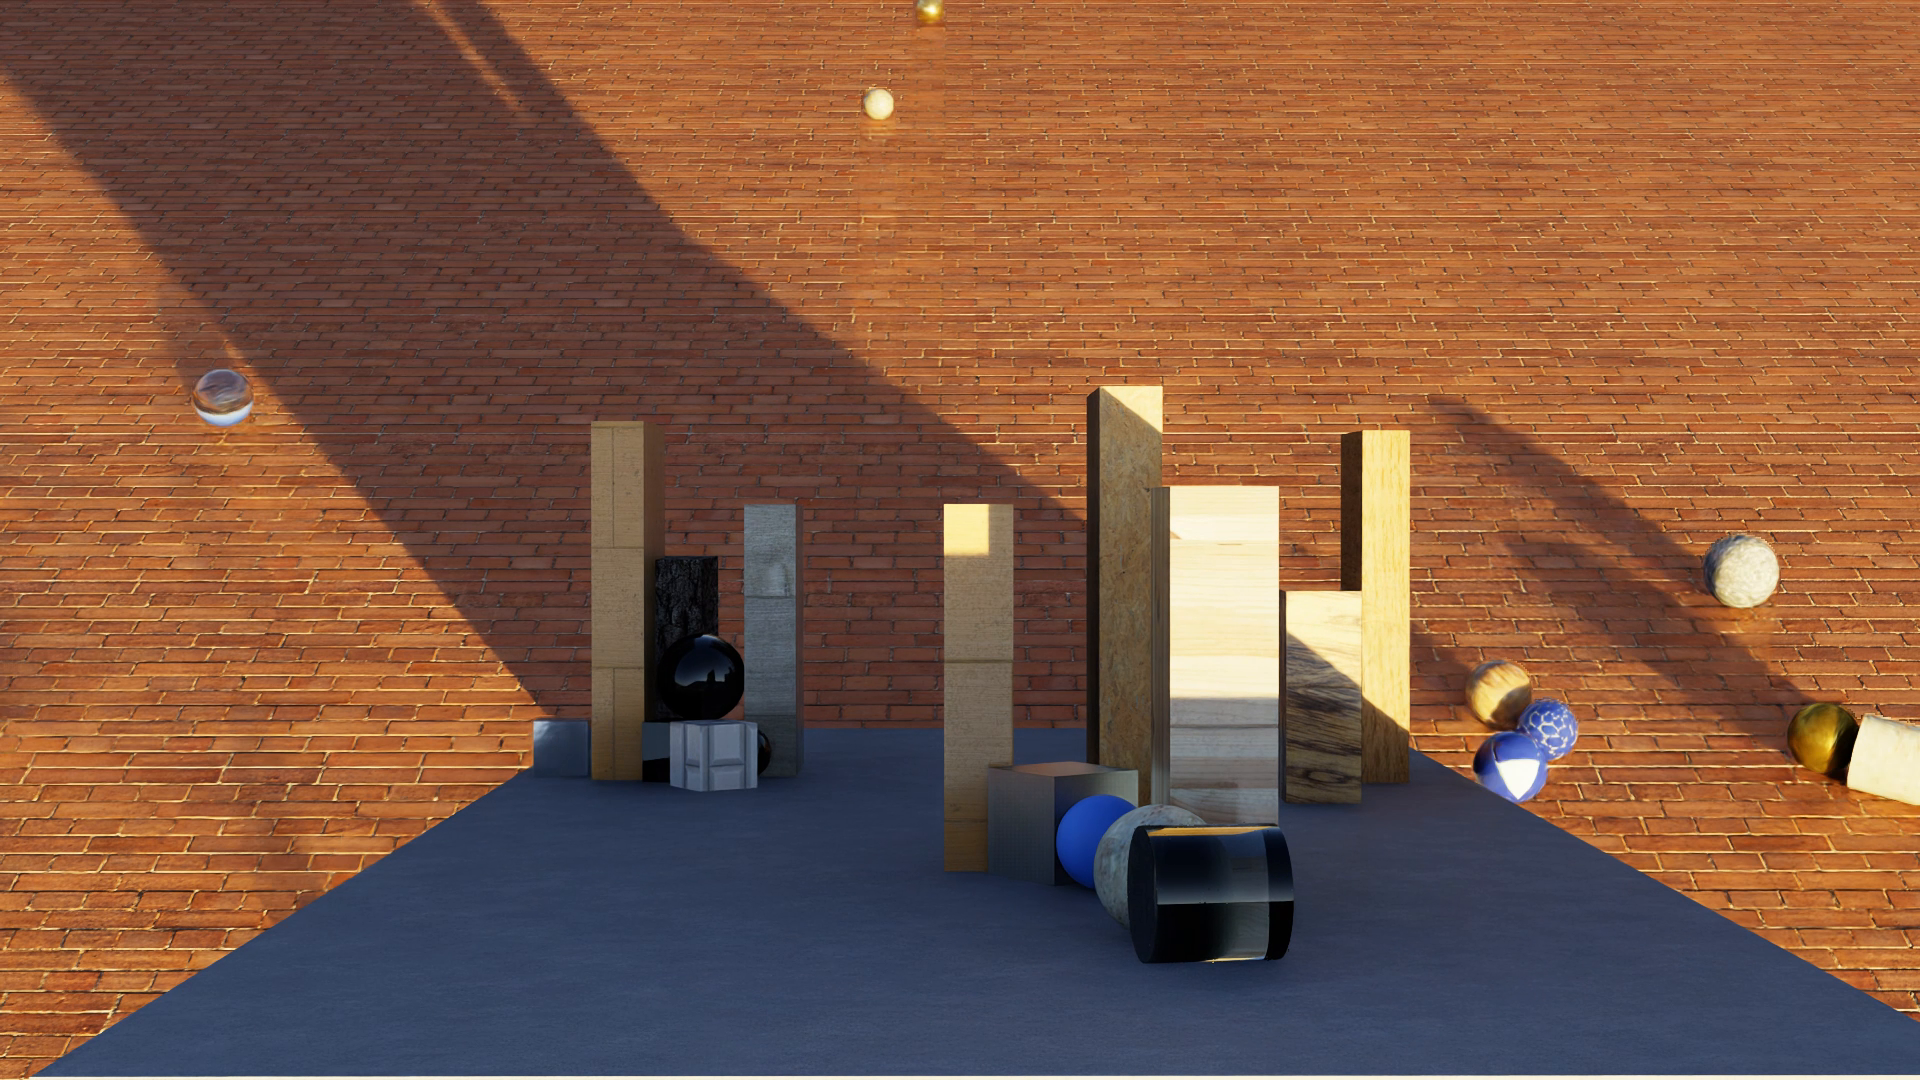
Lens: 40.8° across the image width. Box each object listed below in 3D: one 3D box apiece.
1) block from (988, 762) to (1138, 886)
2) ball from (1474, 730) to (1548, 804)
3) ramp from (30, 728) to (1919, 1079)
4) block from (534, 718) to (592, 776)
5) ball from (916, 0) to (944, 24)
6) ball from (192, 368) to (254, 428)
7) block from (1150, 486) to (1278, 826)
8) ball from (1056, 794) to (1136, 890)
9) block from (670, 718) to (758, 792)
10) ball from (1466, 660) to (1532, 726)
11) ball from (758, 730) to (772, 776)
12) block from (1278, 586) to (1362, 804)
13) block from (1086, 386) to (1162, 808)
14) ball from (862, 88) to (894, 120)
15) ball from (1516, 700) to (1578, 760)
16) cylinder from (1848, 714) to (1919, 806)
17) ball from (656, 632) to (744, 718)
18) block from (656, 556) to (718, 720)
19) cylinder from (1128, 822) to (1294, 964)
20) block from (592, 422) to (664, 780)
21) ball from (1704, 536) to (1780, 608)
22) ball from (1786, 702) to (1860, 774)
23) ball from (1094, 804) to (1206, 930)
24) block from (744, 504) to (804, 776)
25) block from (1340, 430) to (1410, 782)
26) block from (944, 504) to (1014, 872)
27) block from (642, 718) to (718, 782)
[{"bbox_3d":[0.159,0.436,3.995,0.165,0.165,0.165,-1,1,-37],"label":"block"},{"bbox_3d":[1.154,0.476,5.410,0.154,0.154,0.154,0,28,0],"label":"ball"},{"bbox_3d":[0.062,0.560,4.598,2.000,0.100,4.000,0,1,0],"label":"ramp"},{"bbox_3d":[-0.847,0.440,5.518,0.114,0.114,0.114,0,1,-3],"label":"block"},{"bbox_3d":[-0.147,-2.563,12.469,0.141,0.141,0.141,0,28,0],"label":"ball"},{"bbox_3d":[-2.392,-0.461,8.388,0.190,0.190,0.190,0,28,0],"label":"ball"},{"bbox_3d":[0.358,0.224,3.678,0.147,0.598,0.348,0,1,0],"label":"block"},{"bbox_3d":[0.214,0.450,3.844,0.142,0.142,0.142,0,28,0],"label":"ball"},{"bbox_3d":[-0.501,0.436,5.248,0.131,0.131,0.131,-1,1,-33],"label":"block"},{"bbox_3d":[1.410,0.399,6.763,0.172,0.172,0.172,0,28,0],"label":"ball"},{"bbox_3d":[-0.450,0.443,5.384,0.113,0.113,0.113,0,28,0],"label":"ball"},{"bbox_3d":[0.697,0.299,5.134,0.144,0.406,0.373,0,1,0],"label":"block"},{"bbox_3d":[0.267,0.136,4.251,0.098,0.758,0.406,0,1,0],"label":"block"},{"bbox_3d":[-0.353,-1.887,11.179,0.135,0.135,0.135,0,28,0],"label":"ball"},{"bbox_3d":[1.502,0.488,6.610,0.155,0.155,0.155,0,28,0],"label":"ball"},{"bbox_3d":[2.338,0.552,6.448,0.190,0.190,0.190,15,31,25],"label":"cylinder"},{"bbox_3d":[-0.549,0.292,5.482,0.190,0.190,0.190,0,28,0],"label":"ball"},{"bbox_3d":[-0.633,0.267,5.776,0.149,0.453,0.400,0,1,0],"label":"block"},{"bbox_3d":[0.313,0.444,3.251,0.172,0.172,0.172,0,27,-9],"label":"cylinder"},{"bbox_3d":[-0.712,0.123,5.565,0.109,0.746,0.390,0,1,0],"label":"block"},{"bbox_3d":[2.212,0.091,7.314,0.206,0.206,0.206,0,28,0],"label":"ball"},{"bbox_3d":[2.193,0.502,6.557,0.178,0.178,0.178,0,28,0],"label":"ball"},{"bbox_3d":[0.265,0.439,3.420,0.177,0.177,0.177,0,28,0],"label":"ball"},{"bbox_3d":[-0.400,0.210,5.578,0.108,0.573,0.282,0,1,0],"label":"block"},{"bbox_3d":[0.875,0.135,5.459,0.097,0.724,0.302,0,1,0],"label":"block"},{"bbox_3d":[0.029,0.229,4.173,0.108,0.574,0.269,0,1,0],"label":"block"},{"bbox_3d":[-0.580,0.437,5.379,0.123,0.123,0.123,0,1,17],"label":"block"}]
